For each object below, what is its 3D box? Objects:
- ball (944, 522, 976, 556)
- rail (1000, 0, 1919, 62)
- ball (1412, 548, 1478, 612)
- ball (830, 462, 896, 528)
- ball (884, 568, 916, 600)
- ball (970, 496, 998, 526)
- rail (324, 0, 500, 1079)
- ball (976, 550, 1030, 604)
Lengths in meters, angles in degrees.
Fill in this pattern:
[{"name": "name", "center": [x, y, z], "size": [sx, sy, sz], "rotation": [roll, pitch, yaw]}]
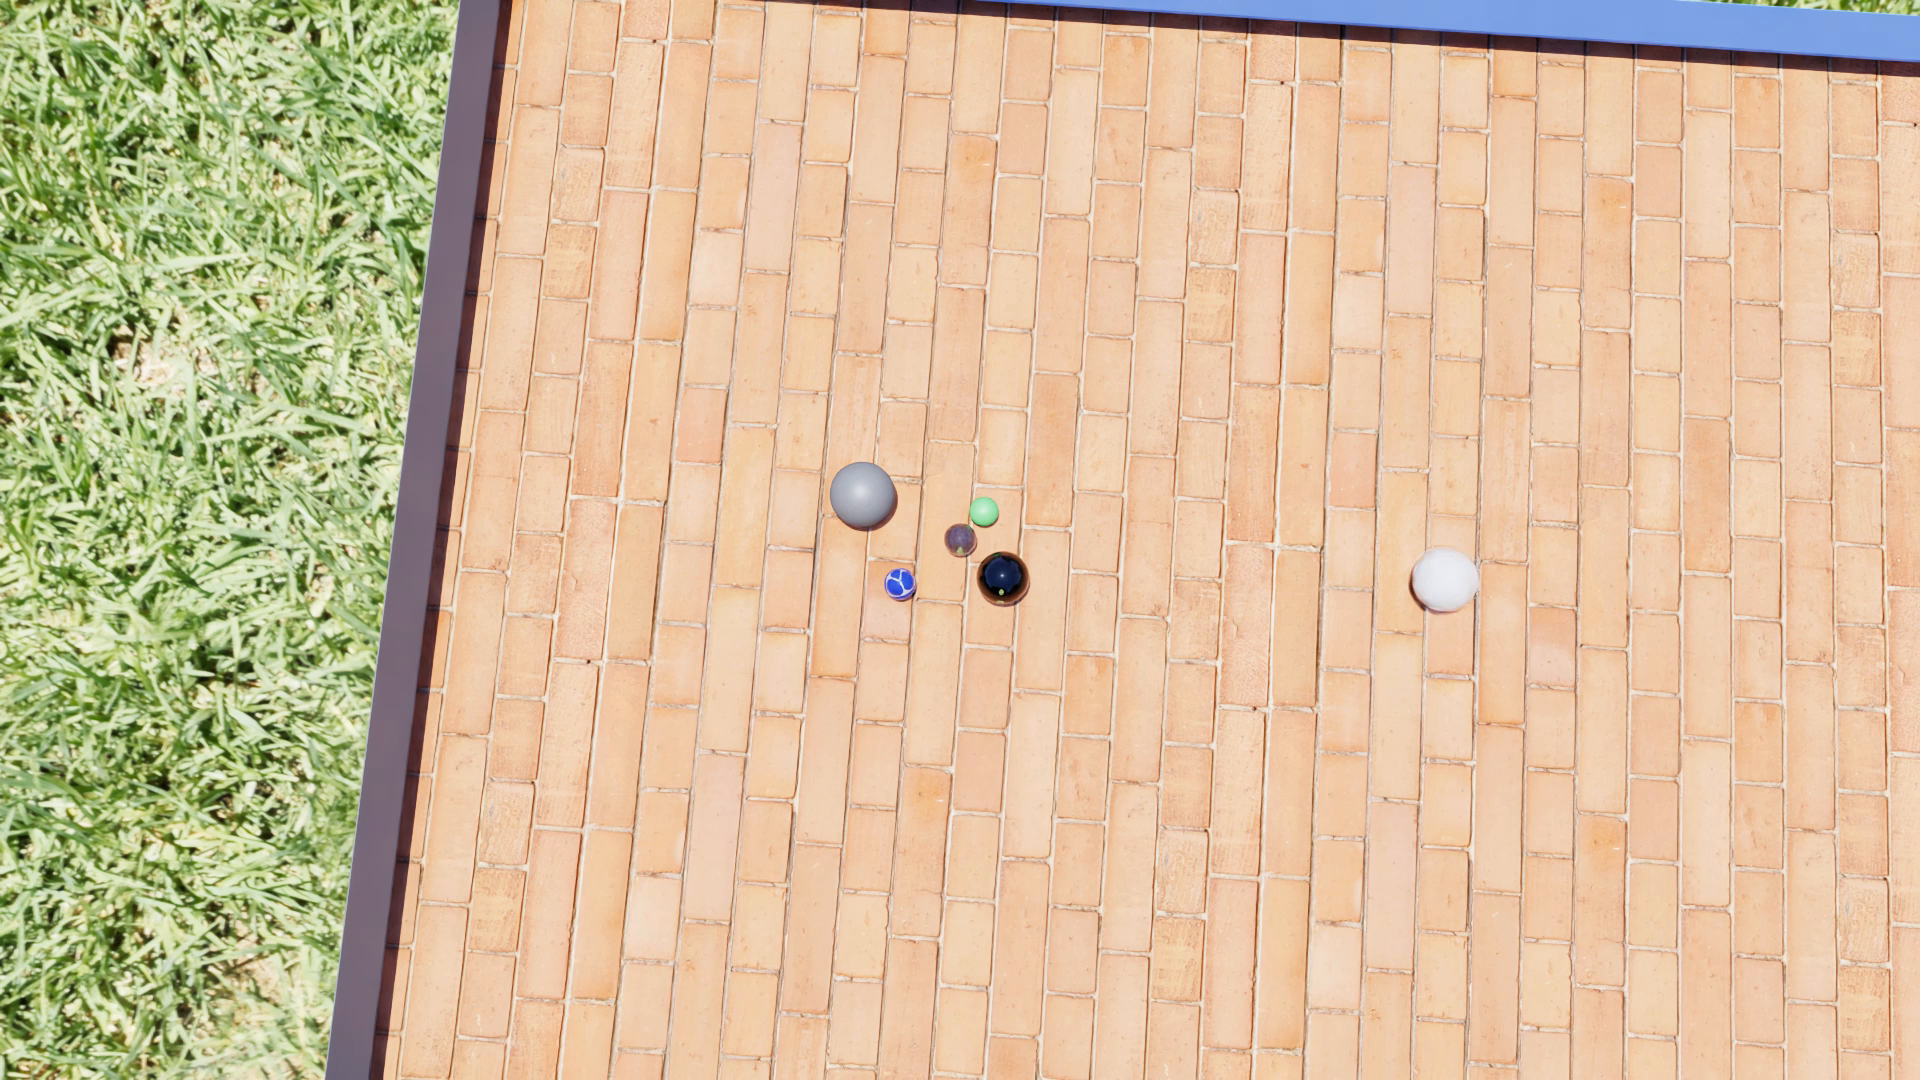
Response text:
[{"name": "ball", "center": [0.000, -0.001, 3.312], "size": [0.050, 0.050, 0.050], "rotation": [0, 78, 0]}, {"name": "rail", "center": [0.886, -0.809, 3.438], "size": [3.303, 0.128, 0.045], "rotation": [4, 78, 1]}, {"name": "ball", "center": [0.723, 0.059, 3.276], "size": [0.097, 0.097, 0.097], "rotation": [0, 78, 0]}, {"name": "ball", "center": [-0.147, -0.069, 3.301], "size": [0.099, 0.099, 0.099], "rotation": [0, 78, 0]}, {"name": "ball", "center": [-0.090, 0.066, 3.299], "size": [0.049, 0.049, 0.049], "rotation": [0, 78, 0]}, {"name": "ball", "center": [0.036, -0.043, 3.324], "size": [0.045, 0.045, 0.045], "rotation": [0, 78, 0]}, {"name": "rail", "center": [-0.800, -0.062, 3.284], "size": [0.045, 0.128, 1.808], "rotation": [4, 78, 1]}, {"name": "ball", "center": [0.064, 0.056, 3.285], "size": [0.080, 0.080, 0.080], "rotation": [0, 78, 0]}]
